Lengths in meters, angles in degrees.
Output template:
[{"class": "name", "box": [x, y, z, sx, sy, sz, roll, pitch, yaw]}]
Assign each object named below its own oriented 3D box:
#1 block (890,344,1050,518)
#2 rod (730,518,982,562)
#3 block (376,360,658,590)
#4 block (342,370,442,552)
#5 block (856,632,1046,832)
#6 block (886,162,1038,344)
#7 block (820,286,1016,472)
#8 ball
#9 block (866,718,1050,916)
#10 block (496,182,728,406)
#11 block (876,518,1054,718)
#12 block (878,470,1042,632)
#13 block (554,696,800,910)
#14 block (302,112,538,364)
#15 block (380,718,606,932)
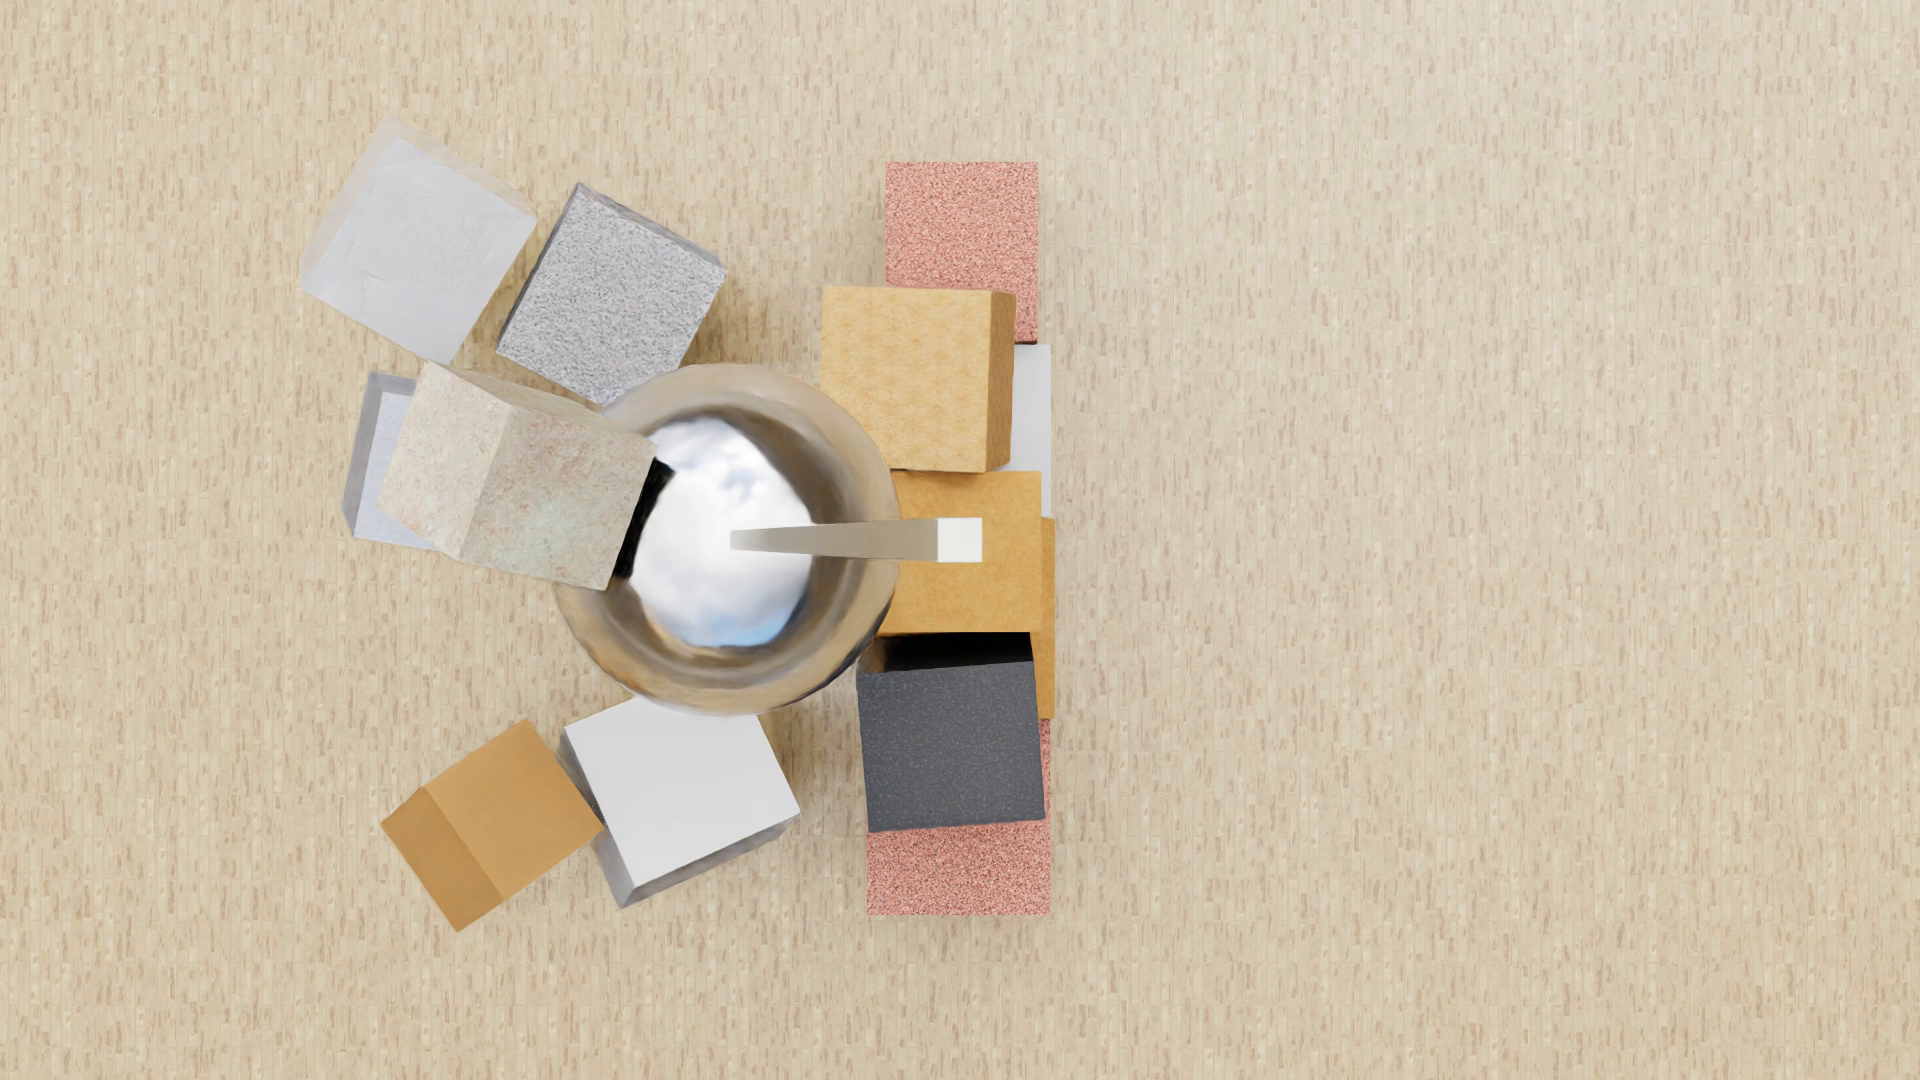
[{"class": "block", "box": [-0.008, -0.603, 12.573, 1.018, 0.854, 0.950, 0, 90, 0]}, {"class": "rod", "box": [-0.456, 0.000, 6.535, 0.080, 5.200, 0.080, 0, 90, -10]}, {"class": "block", "box": [-1.826, -0.265, 9.052, 0.695, 0.729, 0.645, 26, 98, 44]}, {"class": "block", "box": [-2.553, -0.365, 10.640, 0.675, 0.649, 0.699, 10, 99, -22]}, {"class": "block", "box": [-0.045, 0.979, 11.576, 0.901, 0.935, 0.823, -4, 98, 1]}, {"class": "block", "box": [0.009, -1.579, 12.515, 0.832, 0.970, 0.981, 0, 90, 0]}, {"class": "block", "box": [-0.209, -0.855, 11.537, 0.857, 0.954, 0.909, 3, 96, 9]}, {"class": "ball", "box": [-1.052, 0.000, 9.882, 1.600, 1.600, 1.600, 0, 90, 0]}, {"class": "block", "box": [-0.008, 1.528, 12.561, 1.011, 0.878, 1.080, 0, 90, 0]}, {"class": "block", "box": [-1.928, -1.316, 12.142, 0.887, 0.910, 0.953, 27, 97, -15]}, {"class": "block", "box": [0.005, 0.431, 12.524, 1.027, 0.952, 1.096, 0, 90, 0]}, {"class": "block", "box": [-0.003, 0.059, 11.617, 0.838, 0.862, 0.819, 0, 90, 0]}, {"class": "block", "box": [-1.554, 1.335, 11.945, 0.951, 0.886, 0.913, -23, 80, -19]}, {"class": "block", "box": [-2.889, -1.599, 11.700, 0.826, 0.865, 0.926, 31, 97, -24]}, {"class": "block", "box": [-2.418, 1.477, 11.346, 0.650, 0.819, 0.697, -35, 90, -36]}]
